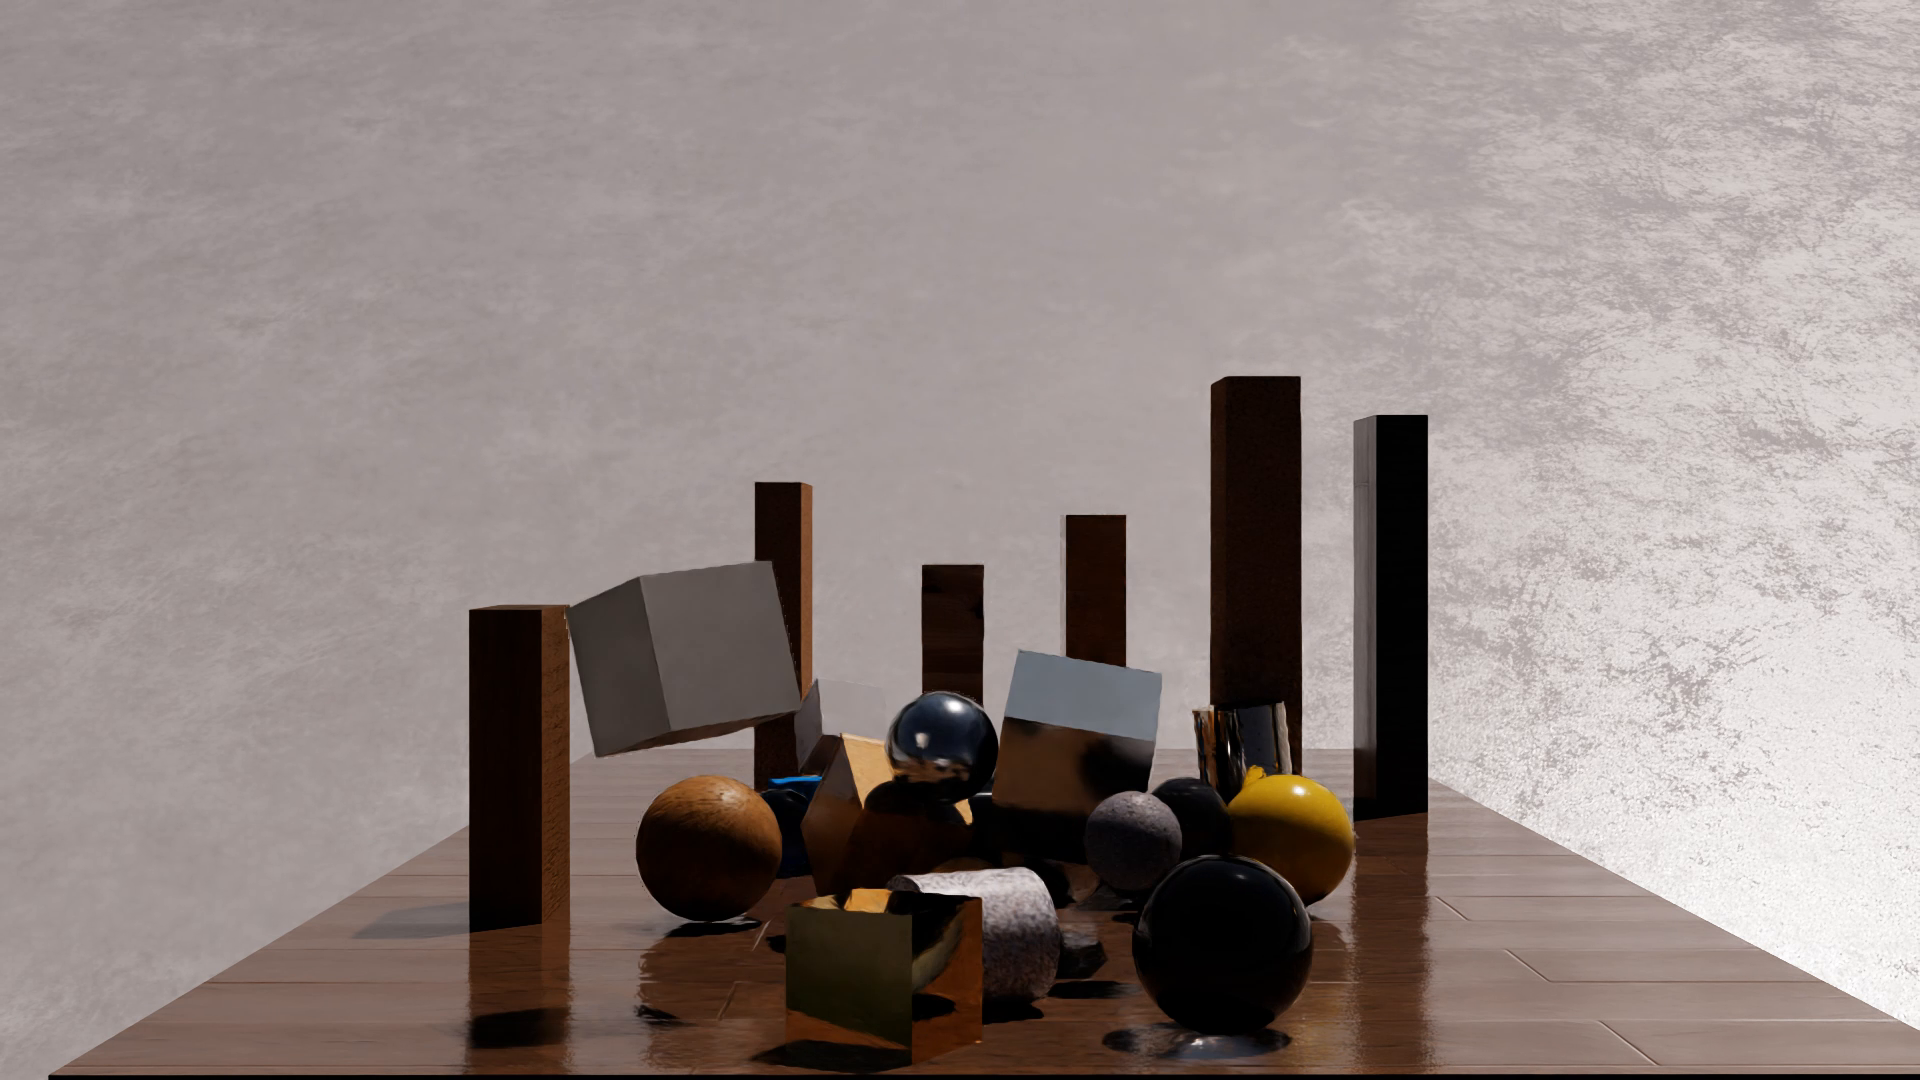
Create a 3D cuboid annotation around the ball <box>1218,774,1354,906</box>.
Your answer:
[{"bbox_3d":[0.480,0.444,3.812,0.199,0.199,0.199,0,30,0],"label":"ball"}]

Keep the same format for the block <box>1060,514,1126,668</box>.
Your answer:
[{"bbox_3d":[0.298,0.241,5.862,0.133,0.595,0.322,0,0,0],"label":"block"}]

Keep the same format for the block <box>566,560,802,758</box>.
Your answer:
[{"bbox_3d":[-0.325,0.140,3.040,0.180,0.180,0.180,-7,-9,-38],"label":"block"}]

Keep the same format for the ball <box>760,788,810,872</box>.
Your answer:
[{"bbox_3d":[-0.295,0.474,4.231,0.137,0.137,0.137,0,30,0],"label":"ball"}]

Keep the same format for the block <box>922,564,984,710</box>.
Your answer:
[{"bbox_3d":[-0.016,0.297,5.714,0.131,0.484,0.387,0,0,0],"label":"block"}]

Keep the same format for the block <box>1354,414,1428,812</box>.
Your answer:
[{"bbox_3d":[0.877,0.145,5.281,0.103,0.789,0.297,0,0,0],"label":"block"}]

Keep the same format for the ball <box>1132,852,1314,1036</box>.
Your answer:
[{"bbox_3d":[0.290,0.446,2.854,0.200,0.200,0.200,0,30,0],"label":"ball"}]

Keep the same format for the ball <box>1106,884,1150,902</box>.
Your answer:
[{"bbox_3d":[0.277,0.468,3.886,0.152,0.152,0.152,0,30,0],"label":"ball"}]

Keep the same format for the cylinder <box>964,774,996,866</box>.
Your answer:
[{"bbox_3d":[0.026,0.442,3.732,0.204,0.204,0.204,0,28,-22],"label":"cylinder"}]

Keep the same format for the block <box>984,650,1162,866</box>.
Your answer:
[{"bbox_3d":[0.152,0.292,3.440,0.197,0.197,0.197,9,24,3],"label":"block"}]

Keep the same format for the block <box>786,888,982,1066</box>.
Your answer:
[{"bbox_3d":[-0.081,0.468,2.796,0.156,0.156,0.156,0,0,29],"label":"block"}]

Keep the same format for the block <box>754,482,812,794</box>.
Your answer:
[{"bbox_3d":[-0.352,0.214,5.199,0.090,0.653,0.395,0,0,0],"label":"block"}]

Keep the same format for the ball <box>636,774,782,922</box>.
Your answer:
[{"bbox_3d":[-0.358,0.440,3.689,0.209,0.209,0.209,0,30,0],"label":"ball"}]

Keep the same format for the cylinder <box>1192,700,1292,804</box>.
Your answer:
[{"bbox_3d":[0.434,0.323,3.963,0.141,0.141,0.141,-6,0,0],"label":"cylinder"}]

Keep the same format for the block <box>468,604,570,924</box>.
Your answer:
[{"bbox_3d":[-0.645,0.321,3.801,0.103,0.446,0.265,0,0,0],"label":"block"}]

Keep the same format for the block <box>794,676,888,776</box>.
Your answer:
[{"bbox_3d":[-0.200,0.318,4.332,0.116,0.116,0.116,10,48,-21],"label":"block"}]

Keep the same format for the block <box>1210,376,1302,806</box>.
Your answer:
[{"bbox_3d":[0.474,0.143,4.160,0.116,0.799,0.255,0,0,0],"label":"block"}]

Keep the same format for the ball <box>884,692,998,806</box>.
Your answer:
[{"bbox_3d":[-0.024,0.276,3.429,0.152,0.152,0.152,0,30,0],"label":"ball"}]

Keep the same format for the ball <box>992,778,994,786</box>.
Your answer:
[{"bbox_3d":[0.158,0.440,4.545,0.203,0.203,0.203,0,30,0],"label":"ball"}]

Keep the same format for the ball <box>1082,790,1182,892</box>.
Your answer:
[{"bbox_3d":[0.213,0.371,3.188,0.123,0.123,0.123,0,30,0],"label":"ball"}]

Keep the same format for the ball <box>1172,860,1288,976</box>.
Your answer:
[{"bbox_3d":[0.339,0.474,3.246,0.146,0.146,0.146,0,30,0],"label":"ball"}]

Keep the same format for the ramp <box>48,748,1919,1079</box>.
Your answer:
[{"bbox_3d":[0.066,0.592,4.645,2.000,0.100,4.000,0,0,0],"label":"ramp"}]

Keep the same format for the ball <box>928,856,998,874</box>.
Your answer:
[{"bbox_3d":[0.008,0.479,3.381,0.131,0.131,0.131,0,30,0],"label":"ball"}]

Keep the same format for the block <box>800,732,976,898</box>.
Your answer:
[{"bbox_3d":[-0.100,0.391,3.521,0.165,0.165,0.165,13,29,-21],"label":"block"}]

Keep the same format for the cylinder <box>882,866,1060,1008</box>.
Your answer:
[{"bbox_3d":[0.006,0.465,3.006,0.160,0.160,0.160,0,26,-29],"label":"cylinder"}]

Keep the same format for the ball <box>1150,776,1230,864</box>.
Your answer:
[{"bbox_3d":[0.327,0.408,3.760,0.129,0.129,0.129,0,30,0],"label":"ball"}]

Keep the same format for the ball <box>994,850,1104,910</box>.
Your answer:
[{"bbox_3d":[0.129,0.428,3.574,0.164,0.164,0.164,0,30,0],"label":"ball"}]

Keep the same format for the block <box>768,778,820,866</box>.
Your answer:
[{"bbox_3d":[-0.248,0.475,4.378,0.134,0.134,0.134,0,0,-12],"label":"block"}]
